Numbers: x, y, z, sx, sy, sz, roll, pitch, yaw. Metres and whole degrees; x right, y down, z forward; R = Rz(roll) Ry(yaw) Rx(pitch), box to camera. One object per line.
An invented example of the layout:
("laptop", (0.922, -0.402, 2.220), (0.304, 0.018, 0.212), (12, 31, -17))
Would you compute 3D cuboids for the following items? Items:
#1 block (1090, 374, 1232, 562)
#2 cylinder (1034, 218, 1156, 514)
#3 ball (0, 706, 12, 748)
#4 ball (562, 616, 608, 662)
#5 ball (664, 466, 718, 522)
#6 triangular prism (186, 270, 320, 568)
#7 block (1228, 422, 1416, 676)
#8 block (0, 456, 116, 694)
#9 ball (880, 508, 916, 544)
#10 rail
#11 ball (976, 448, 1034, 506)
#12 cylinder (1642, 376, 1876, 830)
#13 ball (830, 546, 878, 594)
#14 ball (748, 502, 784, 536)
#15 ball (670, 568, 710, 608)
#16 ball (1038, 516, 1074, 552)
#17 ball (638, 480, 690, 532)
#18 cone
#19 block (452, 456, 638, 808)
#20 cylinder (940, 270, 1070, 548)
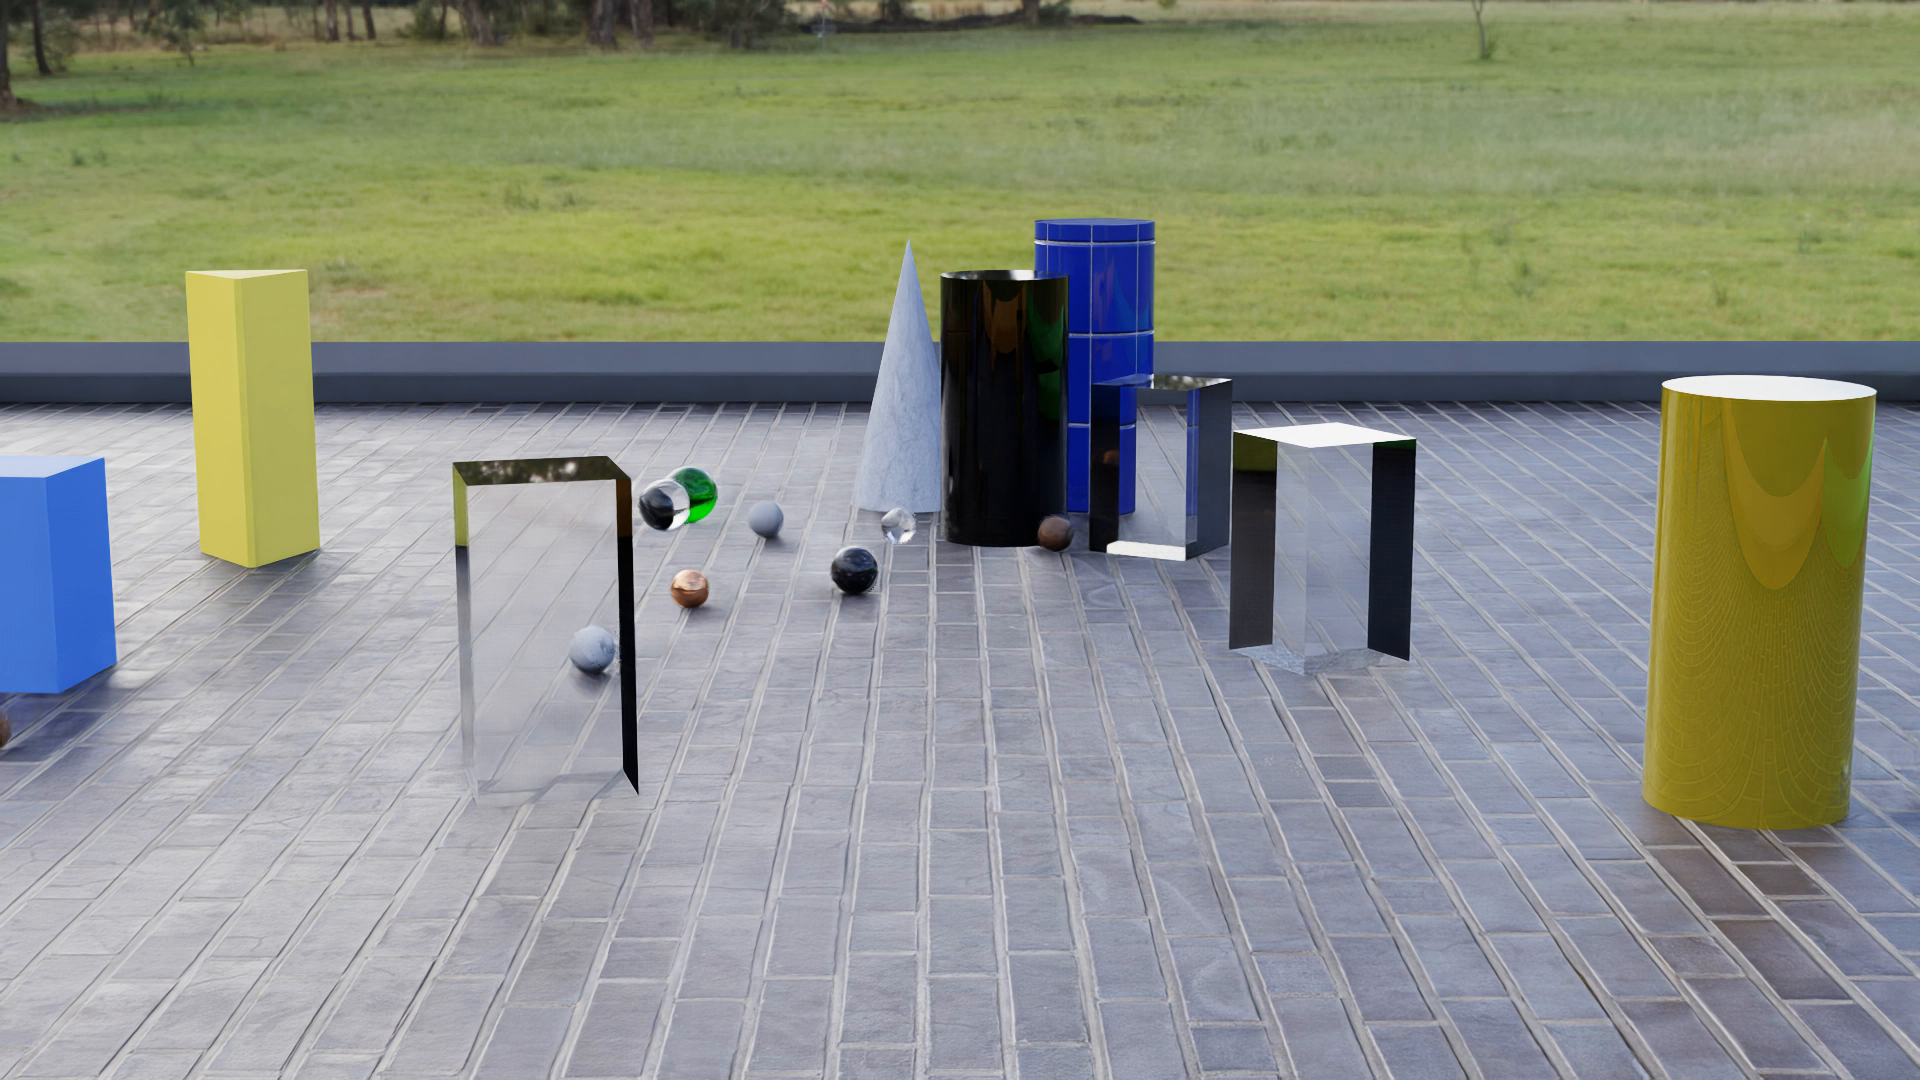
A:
("block", (0.306, -0.114, 3.907), (0.160, 0.255, 0.160), (6, 12, 30))
("cylinder", (0.223, -0.293, 4.278), (0.200, 0.473, 0.200), (0, 10, 0))
("ball", (-1.045, 0.202, 2.752), (0.054, 0.054, 0.054), (0, 10, 0))
("ball", (-0.463, 0.123, 3.169), (0.057, 0.057, 0.057), (0, 10, 0))
("ball", (-0.438, -0.075, 4.145), (0.091, 0.091, 0.091), (0, 10, 0))
("triangular prism", (-1.040, -0.189, 3.846), (0.150, 0.424, 0.173), (-9, 14, -39))
("block", (0.448, 0.007, 3.185), (0.160, 0.279, 0.160), (-6, 12, -28))
("block", (-1.130, 0.038, 3.080), (0.160, 0.257, 0.160), (1, 11, 6))
("ball", (-0.095, -0.022, 3.962), (0.054, 0.054, 0.054), (0, 10, 0))
("rail", (-0.013, -0.366, 5.609), (4.430, 0.130, 0.045), (0, 10, 0))
("ball", (0.076, -0.105, 4.297), (0.095, 0.095, 0.095), (0, 10, 0))
("cylinder", (0.788, 0.057, 2.539), (0.200, 0.417, 0.200), (0, 10, 0))
("ball", (-0.148, 0.042, 3.582), (0.067, 0.067, 0.067), (0, 10, 0))
("ball", (-0.303, -0.033, 4.016), (0.056, 0.056, 0.056), (0, 10, 0))
("ball", (-0.367, 0.066, 3.489), (0.053, 0.053, 0.053), (0, 10, 0))
("ball", (0.145, -0.009, 3.896), (0.054, 0.054, 0.054), (0, 10, 0))
("ball", (-0.468, -0.055, 4.066), (0.082, 0.082, 0.082), (0, 10, 0))
("cone", (-0.085, -0.284, 4.296), (0.200, 0.448, 0.200), (0, 10, 0))
("block", (-0.424, 0.089, 2.617), (0.160, 0.325, 0.160), (-3, 11, -16))
("cylinder", (0.069, -0.208, 3.992), (0.200, 0.409, 0.200), (0, 10, 0))
